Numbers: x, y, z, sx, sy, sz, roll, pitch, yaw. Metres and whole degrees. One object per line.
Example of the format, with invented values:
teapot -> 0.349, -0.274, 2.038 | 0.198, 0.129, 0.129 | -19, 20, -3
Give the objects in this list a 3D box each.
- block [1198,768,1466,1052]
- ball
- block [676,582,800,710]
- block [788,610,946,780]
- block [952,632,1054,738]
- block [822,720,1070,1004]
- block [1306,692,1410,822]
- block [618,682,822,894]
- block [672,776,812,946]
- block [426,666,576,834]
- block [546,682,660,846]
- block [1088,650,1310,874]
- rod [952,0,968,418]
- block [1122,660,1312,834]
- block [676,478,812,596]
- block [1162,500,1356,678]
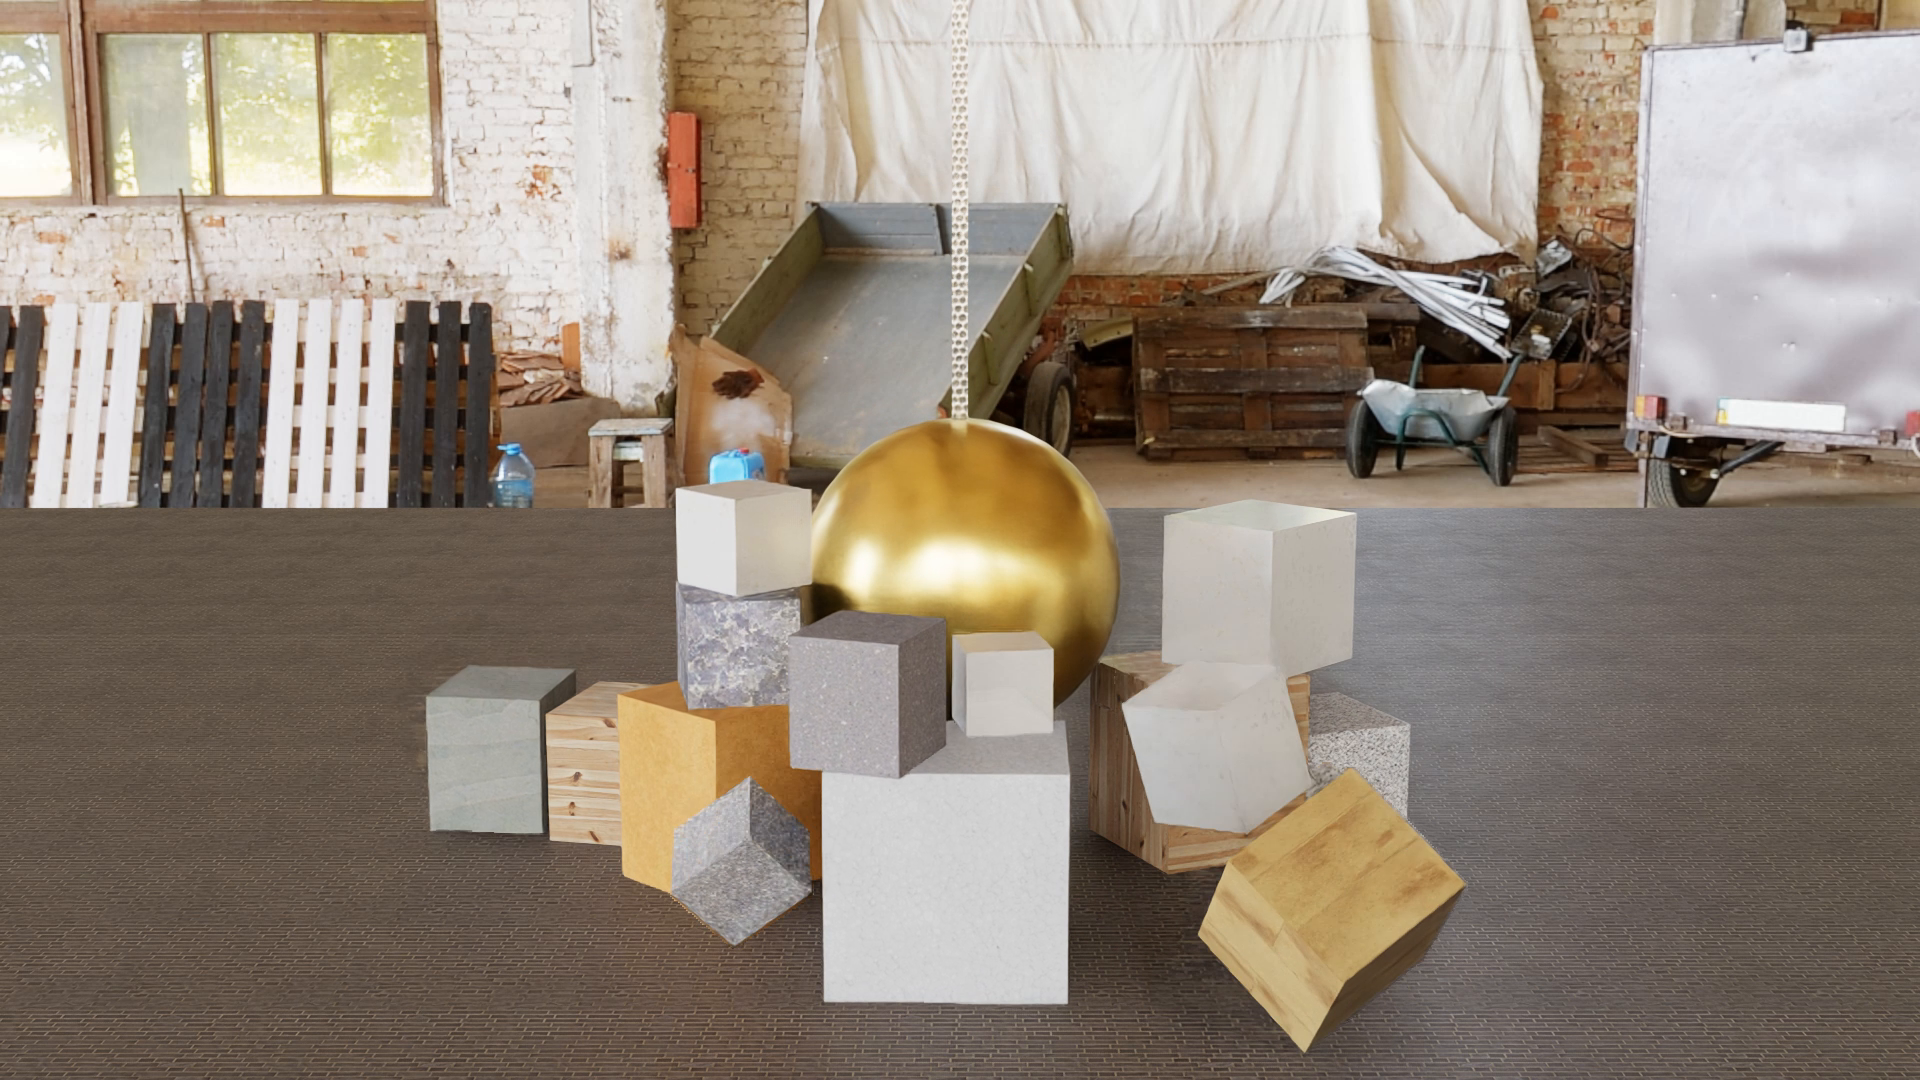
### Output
block -> 1.433, 1.442, 8.561 | 0.665, 0.668, 0.623 | -32, 64, -25
ball -> 0.000, 0.193, 10.919 | 1.600, 1.600, 1.600 | 0, 10, 0
block -> -1.056, 0.483, 10.451 | 0.525, 0.499, 0.540 | -2, 11, -12
block -> -0.376, 0.628, 9.092 | 0.481, 0.551, 0.530 | 4, 11, 20
block -> 0.183, 0.627, 9.593 | 0.379, 0.376, 0.356 | -2, 10, -10
block -> -0.049, 1.352, 9.390 | 1.004, 0.980, 0.847 | 0, 10, 1
block -> 1.866, 1.184, 11.402 | 0.615, 0.591, 0.707 | -4, 11, -21
block -> -1.070, 1.168, 10.607 | 0.716, 0.906, 0.865 | 10, 14, 43
block -> -0.939, 1.380, 9.458 | 0.435, 0.397, 0.428 | -36, 27, 15
block -> -2.393, 1.093, 11.553 | 0.592, 0.710, 0.669 | 2, 10, 6
block -> -1.649, 1.154, 11.370 | 0.730, 0.661, 0.703 | 2, 11, 13
block -> 1.195, 1.080, 11.098 | 0.792, 0.905, 0.805 | -5, 11, -25
rod -> 0.000, -3.177, 10.474 | 0.080, 5.200, 0.080 | 0, 8, 0
block -> 1.176, 0.937, 10.061 | 0.492, 0.597, 0.562 | -28, 19, -39
block -> -1.033, -0.018, 10.528 | 0.451, 0.459, 0.469 | -9, 14, -42
block -> 1.509, 0.241, 11.094 | 0.657, 0.748, 0.726 | 10, 14, 42
